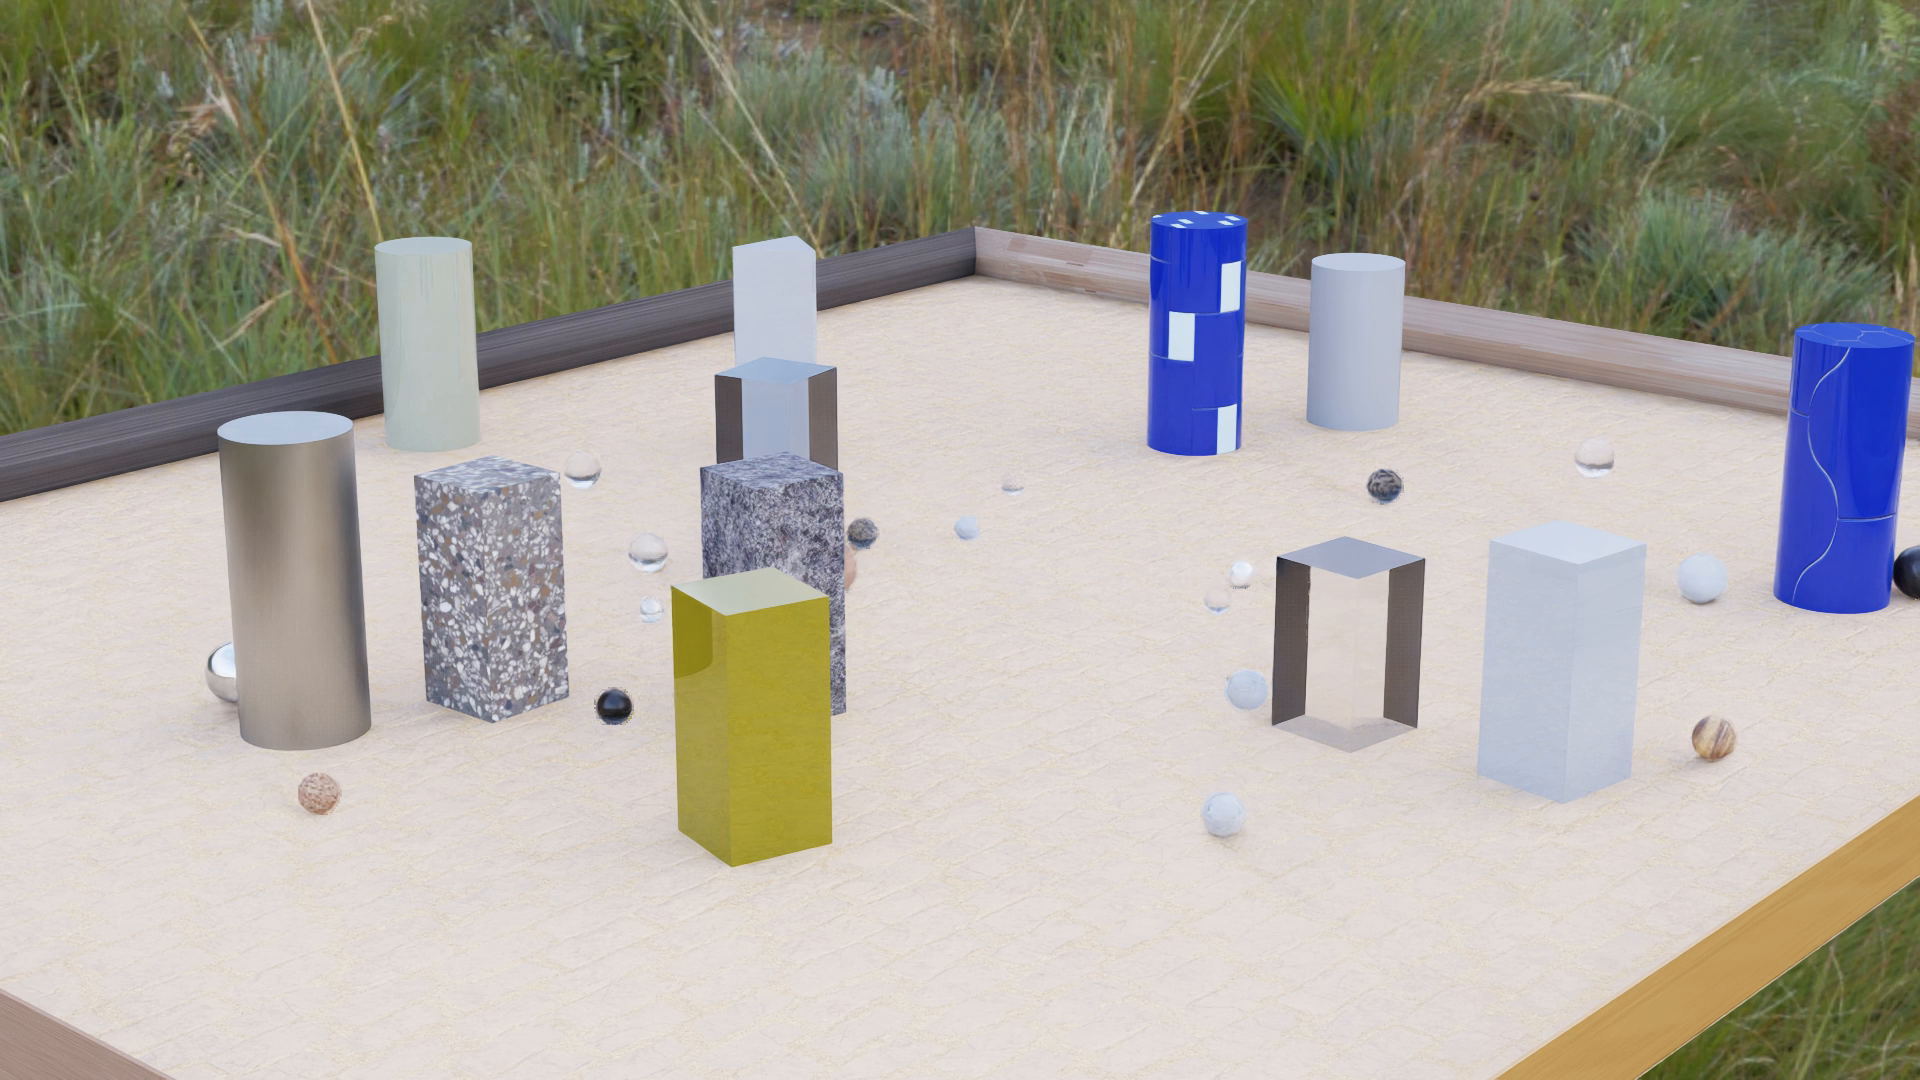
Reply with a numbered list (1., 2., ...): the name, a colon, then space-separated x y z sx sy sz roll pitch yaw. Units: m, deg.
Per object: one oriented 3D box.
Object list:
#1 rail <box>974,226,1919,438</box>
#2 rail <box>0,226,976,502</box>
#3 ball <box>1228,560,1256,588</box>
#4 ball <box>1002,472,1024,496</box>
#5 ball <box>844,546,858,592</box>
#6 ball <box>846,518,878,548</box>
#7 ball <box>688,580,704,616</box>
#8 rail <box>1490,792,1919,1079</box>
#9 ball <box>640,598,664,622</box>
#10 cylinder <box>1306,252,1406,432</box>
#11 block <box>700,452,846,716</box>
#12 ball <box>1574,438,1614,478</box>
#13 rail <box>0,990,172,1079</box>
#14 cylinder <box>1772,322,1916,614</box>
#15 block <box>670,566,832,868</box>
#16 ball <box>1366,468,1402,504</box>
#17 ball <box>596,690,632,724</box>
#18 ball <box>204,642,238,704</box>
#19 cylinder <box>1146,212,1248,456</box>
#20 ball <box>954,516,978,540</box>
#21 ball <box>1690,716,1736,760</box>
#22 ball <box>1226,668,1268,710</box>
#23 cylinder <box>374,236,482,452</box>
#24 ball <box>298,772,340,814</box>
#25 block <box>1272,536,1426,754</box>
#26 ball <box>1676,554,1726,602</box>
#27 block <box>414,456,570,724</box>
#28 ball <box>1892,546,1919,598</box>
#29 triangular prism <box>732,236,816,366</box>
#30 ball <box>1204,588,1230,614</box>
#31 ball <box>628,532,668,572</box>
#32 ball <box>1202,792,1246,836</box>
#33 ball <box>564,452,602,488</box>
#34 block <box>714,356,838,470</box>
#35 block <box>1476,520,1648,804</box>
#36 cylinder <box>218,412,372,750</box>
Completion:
1. rail: 1.375 -0.425 6.636 3.581 0.128 0.045 14 22 39
2. rail: -1.334 -0.302 6.229 0.045 0.128 4.242 14 22 39
3. ball: 0.497 0.061 5.165 0.049 0.049 0.049 0 17 0
4. ball: 0.103 -0.109 5.734 0.046 0.046 0.046 0 17 0
5. ball: -0.229 0.049 5.117 0.099 0.099 0.099 0 17 0
6. ball: -0.179 -0.012 5.393 0.058 0.058 0.058 0 17 0
7. ball: -0.434 0.100 5.011 0.064 0.064 0.064 0 17 0
8. rail: 1.334 0.366 4.011 0.045 0.128 4.242 14 22 39
9. ball: -0.525 0.120 4.982 0.041 0.041 0.041 0 17 0
10. cylinder: 0.845 -0.424 6.265 0.198 0.344 0.198 0 17 0
11. block: -0.287 0.079 4.522 0.158 0.386 0.158 -12 21 -35
12. ball: 1.267 -0.164 5.856 0.080 0.080 0.080 0 17 0
13. rail: -1.375 0.489 3.604 3.581 0.128 0.045 14 22 39
14. cylinder: 1.523 -0.125 5.058 0.198 0.467 0.198 0 17 0
15. block: -0.286 0.241 4.030 0.158 0.360 0.158 -10 20 -31
16. ball: 0.823 -0.105 5.683 0.068 0.068 0.068 0 17 0
17. ball: -0.532 0.257 4.507 0.055 0.055 0.055 0 17 0
18. ball: -1.134 0.208 4.594 0.097 0.097 0.097 0 17 0
19. cylinder: 0.488 -0.427 6.052 0.198 0.472 0.198 0 17 0
20. ball: 0.012 -0.023 5.449 0.045 0.045 0.045 0 17 0
21. ball: 1.121 0.295 4.362 0.065 0.065 0.065 0 17 0
22. ball: 0.441 0.229 4.496 0.064 0.064 0.064 0 17 0
23. cylinder: -1.104 -0.407 6.088 0.198 0.413 0.198 0 17 0
24. ball: -0.910 0.359 4.160 0.058 0.058 0.058 0 17 0
25. block: 0.589 0.157 4.459 0.158 0.273 0.158 -15 22 -40
26. ball: 1.286 0.066 5.086 0.086 0.086 0.086 0 17 0
27. block: -0.729 0.074 4.569 0.158 0.368 0.158 14 22 39
28. ball: 1.672 0.056 5.107 0.093 0.093 0.093 0 17 0
29. triangular prism: -0.355 -0.390 5.982 0.171 0.440 0.148 4 17 13
30. ball: 0.441 0.105 5.025 0.046 0.046 0.046 0 17 0
31. ball: -0.559 0.022 5.255 0.071 0.071 0.071 0 17 0
32. ball: 0.368 0.382 4.078 0.061 0.061 0.061 0 17 0
33. ball: -0.745 -0.138 5.782 0.075 0.075 0.075 0 17 0
34. block: -0.329 -0.135 5.291 0.158 0.351 0.158 9 19 29
35. block: 0.871 0.174 4.252 0.158 0.359 0.158 -14 22 -39
36. cylinder: -1.003 0.061 4.427 0.198 0.476 0.198 0 17 0
